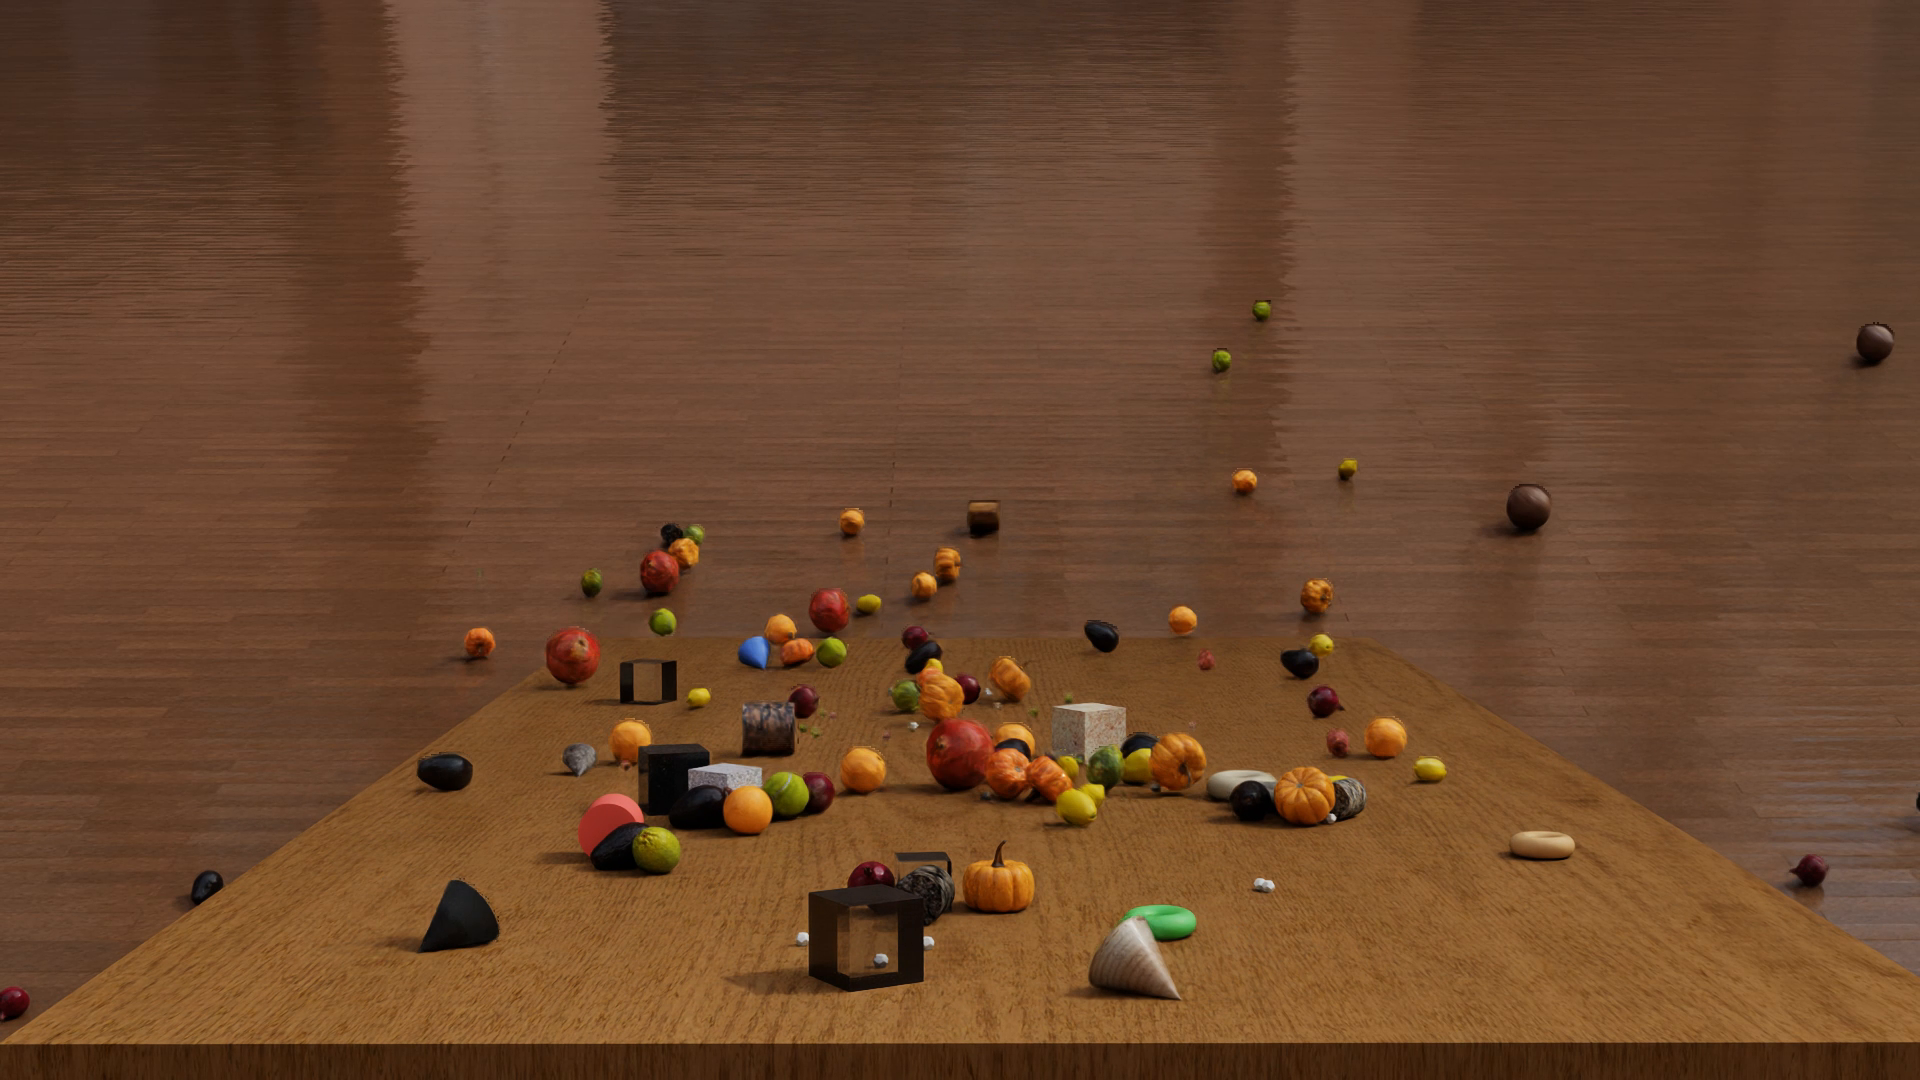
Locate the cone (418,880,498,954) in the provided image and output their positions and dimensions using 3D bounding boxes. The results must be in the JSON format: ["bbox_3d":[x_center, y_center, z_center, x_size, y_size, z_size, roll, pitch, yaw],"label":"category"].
[{"bbox_3d":[-0.594,0.451,2.960,0.085,0.085,0.085,16,40,37],"label":"cone"}]

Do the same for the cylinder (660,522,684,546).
[{"bbox_3d":[-0.835,-0.014,7.451,0.053,0.053,0.053,-13,37,-31],"label":"cylinder"}]

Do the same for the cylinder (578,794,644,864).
[{"bbox_3d":[-0.478,0.395,3.520,0.082,0.082,0.082,-1,4,-2],"label":"cylinder"}]

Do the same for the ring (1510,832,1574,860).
[{"bbox_3d":[0.800,0.420,3.531,0.089,0.030,0.089,0,2,0],"label":"ring"}]

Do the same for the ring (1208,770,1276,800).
[{"bbox_3d":[0.443,0.385,4.026,0.112,0.037,0.112,-1,4,0],"label":"ring"}]

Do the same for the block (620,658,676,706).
[{"bbox_3d":[-0.634,0.288,5.223,0.083,0.083,0.083,2,4,26],"label":"block"}]

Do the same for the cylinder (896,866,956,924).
[{"bbox_3d":[-0.044,0.430,3.111,0.062,0.062,0.062,5,5,14],"label":"cylinder"}]

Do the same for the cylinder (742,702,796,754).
[{"bbox_3d":[-0.334,0.330,4.493,0.090,0.090,0.090,0,20,-1],"label":"cylinder"}]

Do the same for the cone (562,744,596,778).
[{"bbox_3d":[-0.631,0.377,4.259,0.057,0.057,0.057,-2,31,-6],"label":"cone"}]

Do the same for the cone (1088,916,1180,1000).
[{"bbox_3d":[0.202,0.464,2.732,0.092,0.092,0.092,-19,43,-42],"label":"cone"}]

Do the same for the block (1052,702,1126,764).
[{"bbox_3d":[0.222,0.333,4.427,0.091,0.091,0.091,-3,4,-36],"label":"block"}]

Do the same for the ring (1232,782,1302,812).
[{"bbox_3d":[0.468,0.393,3.919,0.107,0.036,0.107,-1,5,0],"label":"ring"}]

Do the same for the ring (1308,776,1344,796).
[{"bbox_3d":[0.587,0.390,4.049,0.077,0.026,0.077,0,5,0],"label":"ring"}]

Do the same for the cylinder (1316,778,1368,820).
[{"bbox_3d":[0.570,0.387,3.835,0.057,0.057,0.057,15,11,35],"label":"cylinder"}]

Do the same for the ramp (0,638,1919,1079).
[{"bbox_3d":[0.047,0.422,4.534,2.000,0.100,4.000,0,4,0],"label":"ramp"}]

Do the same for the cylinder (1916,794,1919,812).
[{"bbox_3d":[2.200,0.591,5.753,0.076,0.076,0.076,-12,23,-29],"label":"cylinder"}]

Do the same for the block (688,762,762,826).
[{"bbox_3d":[-0.349,0.378,3.822,0.077,0.077,0.077,3,4,36],"label":"block"}]

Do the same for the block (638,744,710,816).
[{"bbox_3d":[-0.436,0.364,3.912,0.093,0.093,0.093,-1,4,-16],"label":"block"}]

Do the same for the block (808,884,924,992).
[{"bbox_3d":[-0.103,0.434,2.806,0.092,0.092,0.092,-2,4,-31],"label":"block"}]

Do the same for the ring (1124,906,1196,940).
[{"bbox_3d":[0.235,0.452,3.031,0.087,0.029,0.087,-1,4,0],"label":"ring"}]

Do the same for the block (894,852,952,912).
[{"bbox_3d":[-0.046,0.424,3.183,0.064,0.064,0.064,-1,4,-7],"label":"block"}]

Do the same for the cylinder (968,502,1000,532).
[{"bbox_3d":[0.073,-0.069,7.548,0.084,0.084,0.084,-2,20,6],"label":"cylinder"}]
